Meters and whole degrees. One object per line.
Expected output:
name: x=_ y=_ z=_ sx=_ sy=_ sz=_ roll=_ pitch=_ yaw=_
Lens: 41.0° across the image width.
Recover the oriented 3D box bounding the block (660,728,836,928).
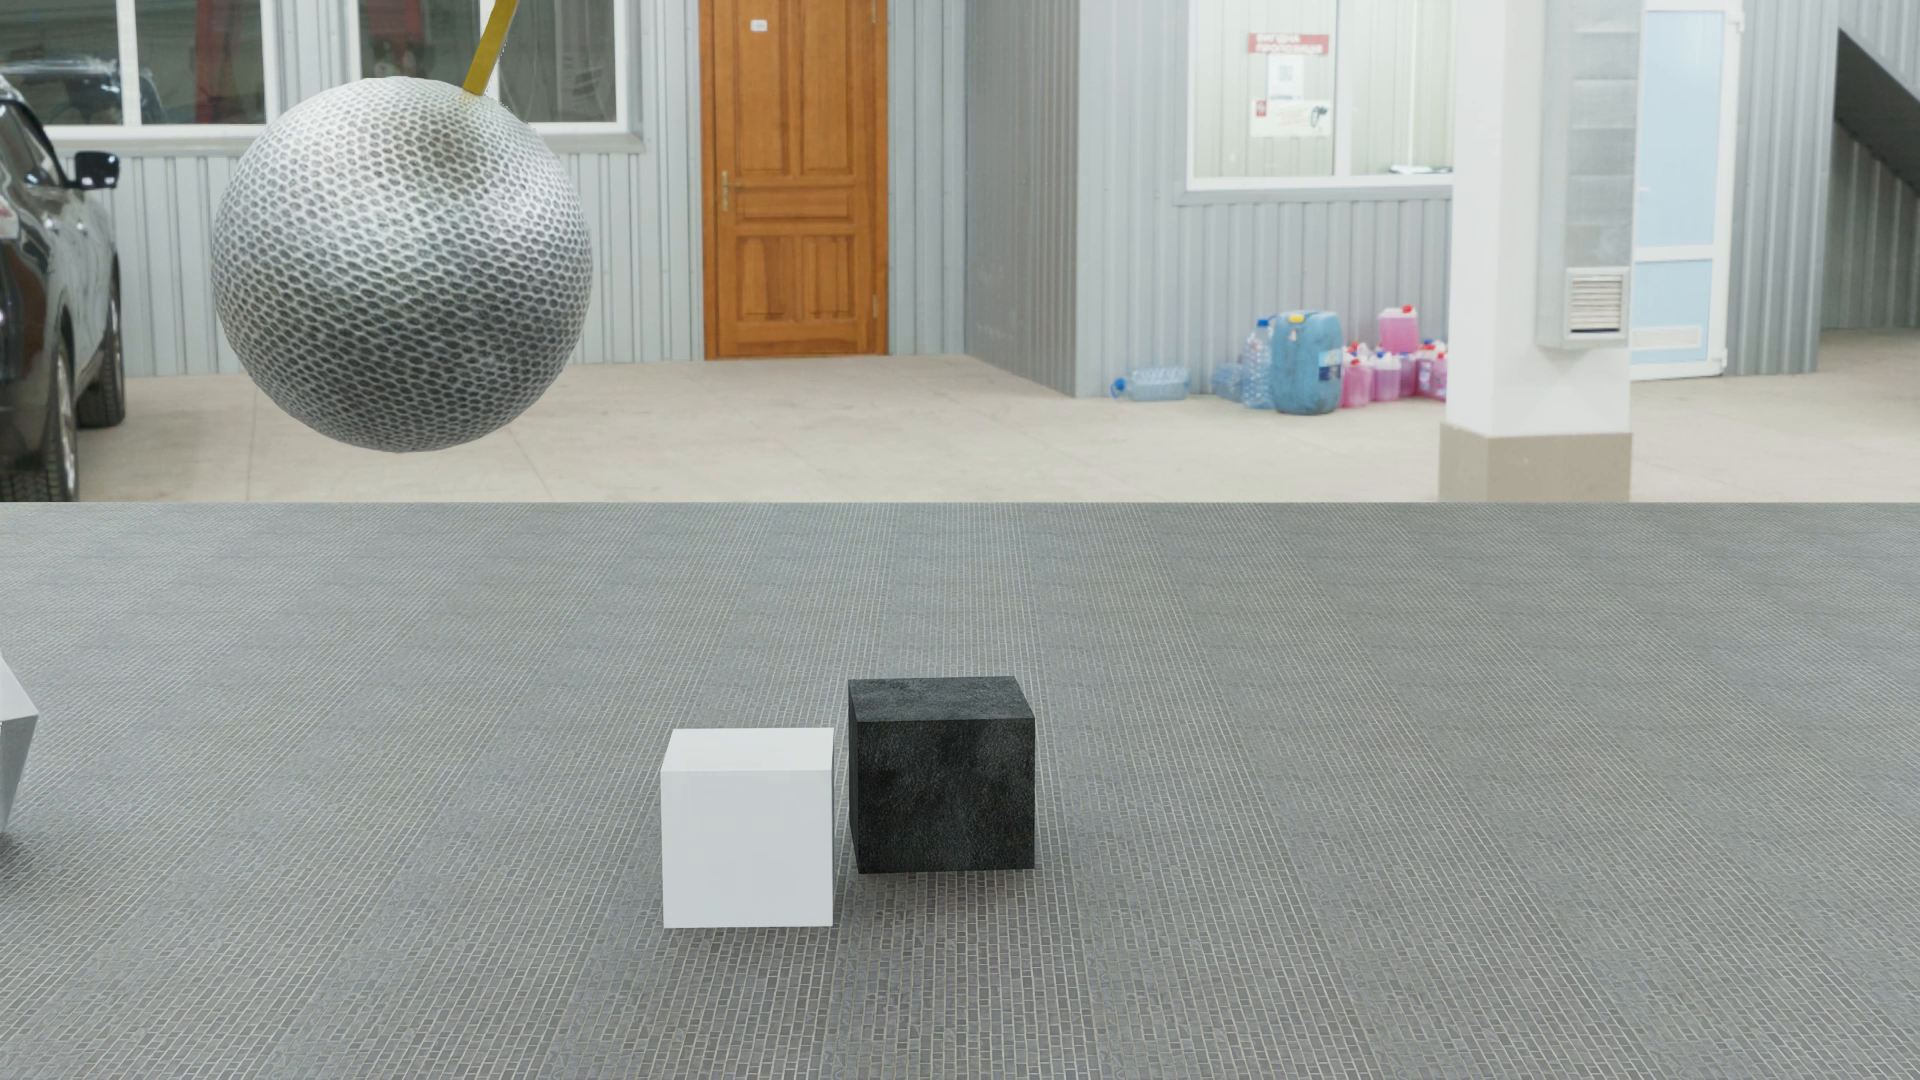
block: x=-0.894 y=1.220 z=10.975 sx=0.703 sy=0.673 sz=0.696 roll=0 pitch=10 yaw=-2

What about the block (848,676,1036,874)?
block: x=-0.097 y=1.064 z=11.772 sx=0.787 sy=0.695 sz=0.808 roll=-1 pitch=10 yaw=-5

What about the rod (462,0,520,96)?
rod: x=-1.029 y=-4.242 z=10.409 sx=0.080 sy=5.200 sz=0.080 roll=23 pitch=9 yaw=-4

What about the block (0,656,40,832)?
block: x=-4.850 y=0.887 z=11.740 sx=0.822 sy=0.759 sz=0.767 roll=-11 pitch=48 yaw=-46

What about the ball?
ball: x=-2.375 y=-1.170 z=10.968 sx=1.600 sy=1.600 sz=1.600 roll=0 pitch=10 yaw=0
